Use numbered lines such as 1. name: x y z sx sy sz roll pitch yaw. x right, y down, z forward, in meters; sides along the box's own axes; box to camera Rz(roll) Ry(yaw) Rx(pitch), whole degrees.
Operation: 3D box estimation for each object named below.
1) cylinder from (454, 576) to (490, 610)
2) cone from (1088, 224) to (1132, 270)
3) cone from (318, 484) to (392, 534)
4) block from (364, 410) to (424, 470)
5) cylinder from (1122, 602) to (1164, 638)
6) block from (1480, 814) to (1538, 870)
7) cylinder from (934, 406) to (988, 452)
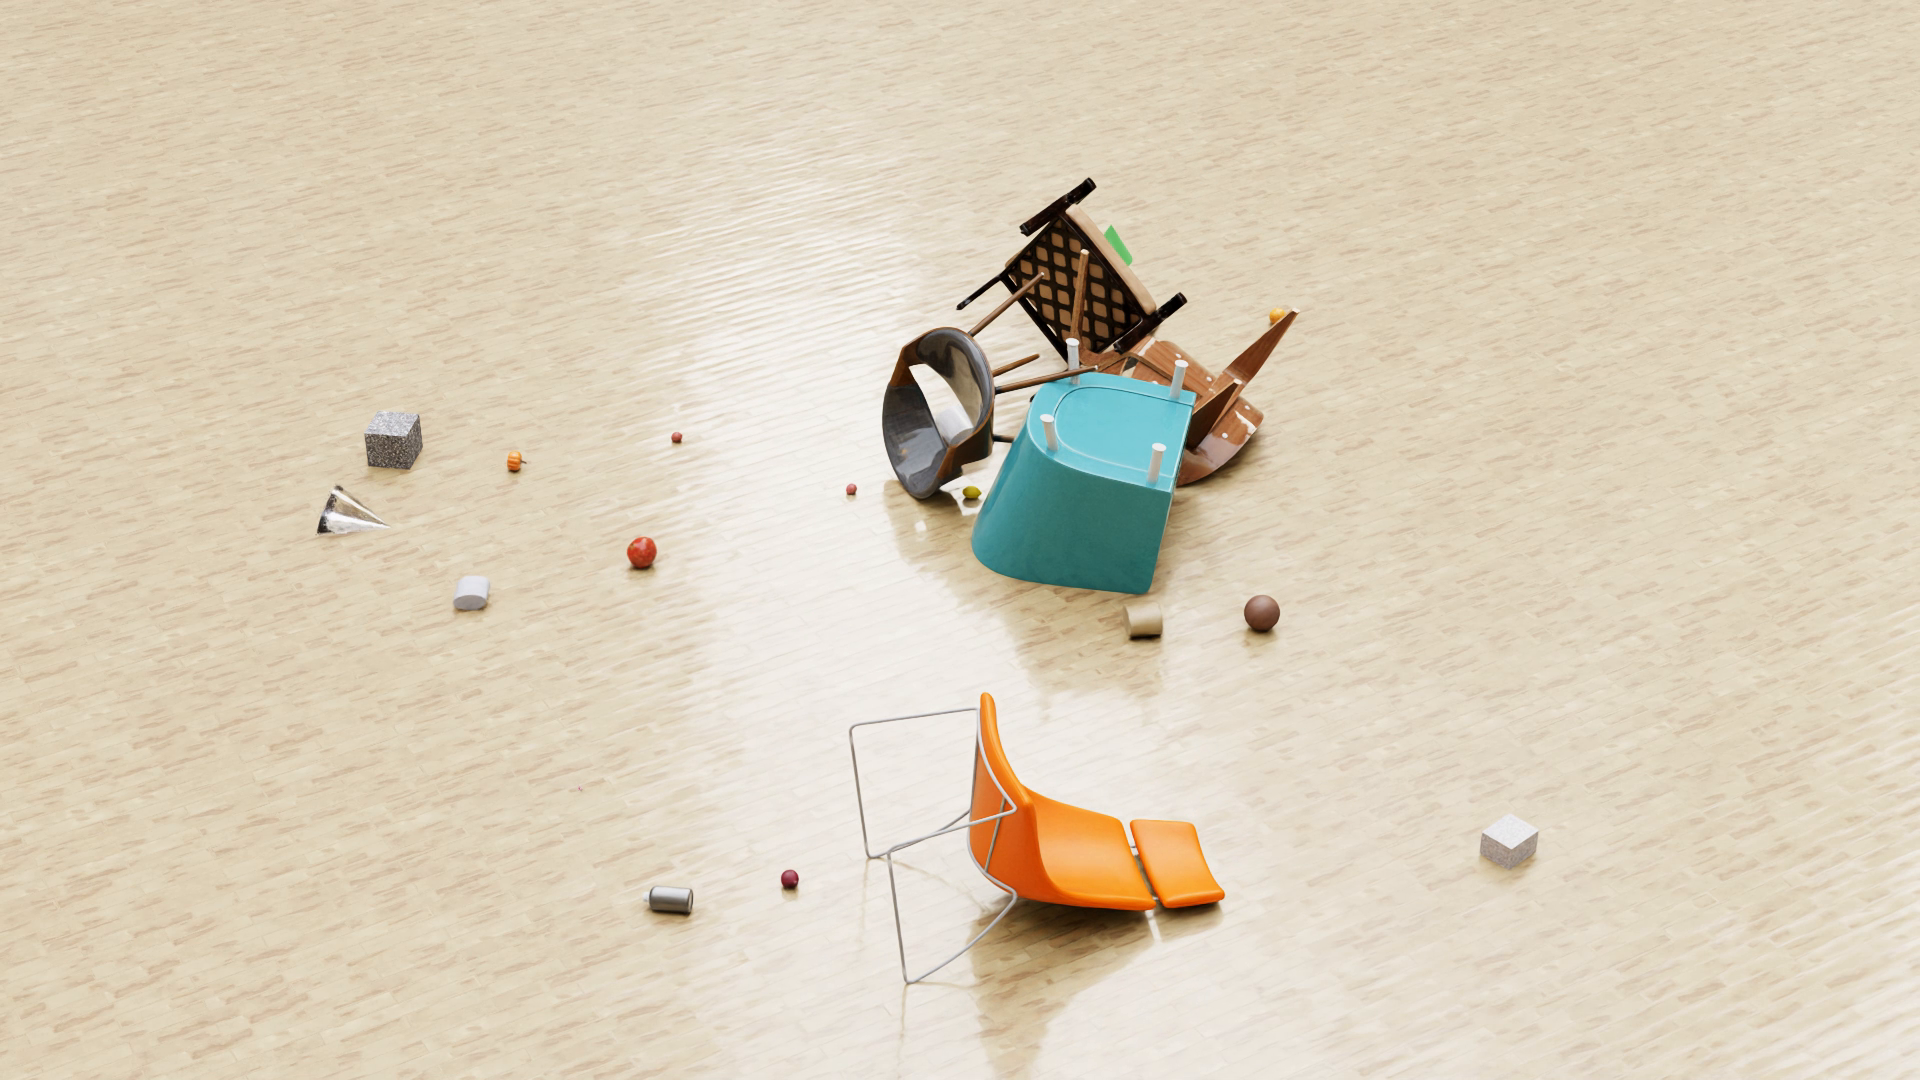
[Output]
1. cylinder: -1.764 0.191 10.593 0.122 0.067 0.122 -5 34 3
2. cone: 0.655 -1.300 12.762 0.198 0.170 0.213 -1 33 -1
3. cone: -2.250 -0.081 11.010 0.254 0.123 0.243 17 46 -1
4. block: -2.201 -0.388 11.396 0.167 0.151 0.170 5 34 7
5. cylinder: 0.651 0.284 10.425 0.119 0.095 0.128 -4 48 -9
6. block: 1.760 0.967 9.397 0.141 0.088 0.119 -27 42 -35
7. cylinder: 0.002 -0.435 11.506 0.159 0.107 0.174 -19 37 -14
